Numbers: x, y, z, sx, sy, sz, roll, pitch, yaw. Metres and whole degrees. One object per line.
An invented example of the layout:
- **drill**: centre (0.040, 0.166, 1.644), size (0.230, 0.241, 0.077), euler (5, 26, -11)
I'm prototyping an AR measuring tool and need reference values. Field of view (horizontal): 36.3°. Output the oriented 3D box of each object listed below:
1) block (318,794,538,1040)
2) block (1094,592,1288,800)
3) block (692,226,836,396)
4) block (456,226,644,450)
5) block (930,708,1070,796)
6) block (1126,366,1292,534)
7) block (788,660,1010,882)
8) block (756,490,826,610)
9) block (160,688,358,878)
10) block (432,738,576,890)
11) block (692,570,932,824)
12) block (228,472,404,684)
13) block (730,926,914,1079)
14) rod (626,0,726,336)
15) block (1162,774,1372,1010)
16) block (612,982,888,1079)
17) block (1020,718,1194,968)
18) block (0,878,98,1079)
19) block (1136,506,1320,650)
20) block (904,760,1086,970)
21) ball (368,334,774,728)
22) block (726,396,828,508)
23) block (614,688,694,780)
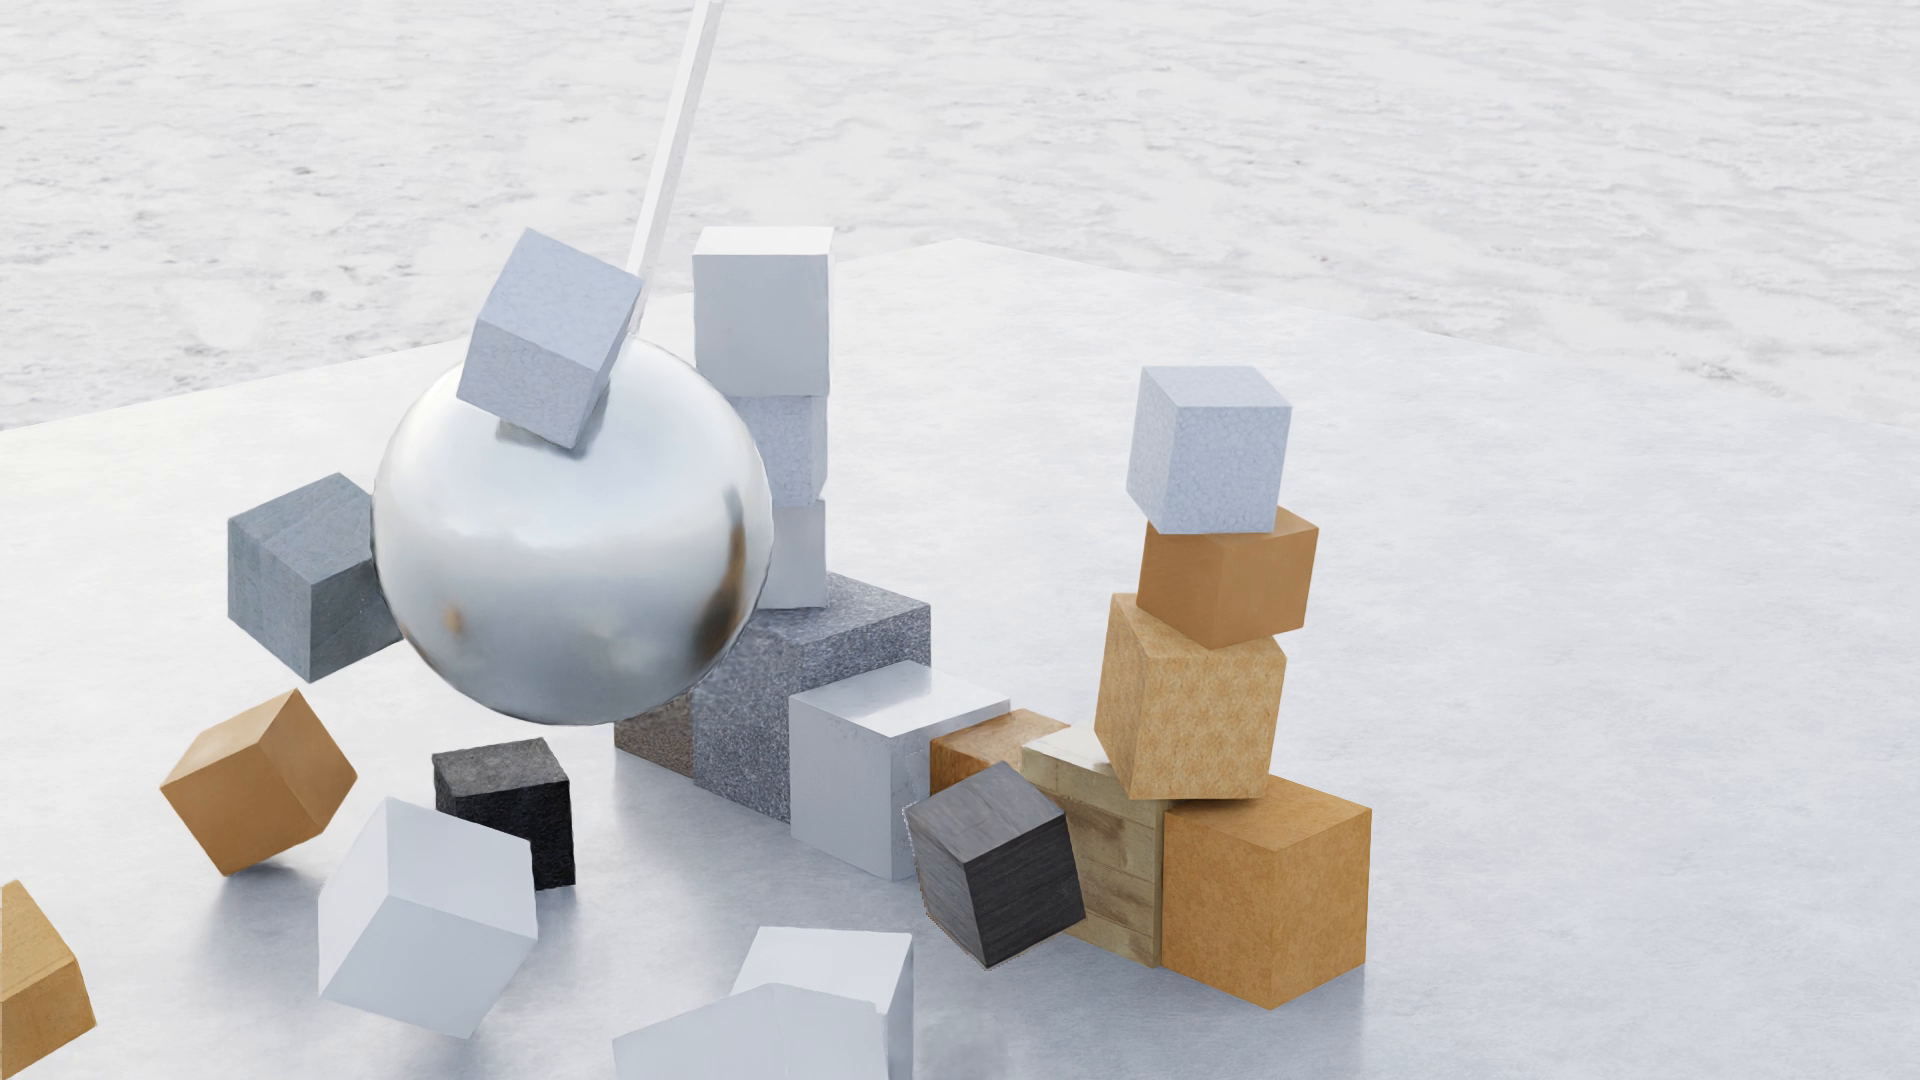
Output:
- **block**: centre (-2.152, 1.524, 11.830), size (0.649, 0.616, 0.570), euler (22, 30, -27)
- **block**: centre (0.965, 0.655, 12.413), size (0.593, 0.659, 0.620), euler (1, 24, -13)
- **block**: centre (-0.917, -1.088, 13.858), size (0.622, 0.666, 0.707), euler (0, 16, 0)
- **block**: centre (-1.518, -0.743, 10.833), size (0.472, 0.537, 0.458), euler (24, 56, -4)
- **block**: centre (0.291, 1.219, 13.397), size (0.601, 0.640, 0.619), euler (-16, 24, -42)
- **block**: centre (1.021, -0.375, 12.095), size (0.495, 0.559, 0.457), euler (-1, 25, -16)
- **block**: centre (-0.281, 1.069, 13.760), size (0.746, 0.708, 0.720), euler (-15, 23, -40)
- **block**: centre (-0.936, -0.006, 14.328), size (0.517, 0.536, 0.560), euler (-2, 17, -7)
- **block**: centre (-3.214, 1.113, 13.473), size (0.568, 0.523, 0.513), euler (-24, 20, 19)
- **block**: centre (-2.089, 1.277, 13.426), size (0.519, 0.519, 0.545), euler (-8, 20, -19)
- **block**: centre (-0.727, 0.761, 14.357), size (0.842, 0.939, 0.818), euler (-17, 24, -42)
- **block**: centre (-2.712, 0.155, 12.509), size (0.563, 0.533, 0.576), euler (34, 42, 29)
- **block**: centre (-0.528, 1.914, 11.284), size (0.607, 0.583, 0.696), euler (2, 18, 7)
- **rod**: centre (-0.669, -3.338, 11.591), size (0.080, 5.200, 0.080), euler (17, 3, 42)
- **block**: centre (1.299, 1.477, 12.454), size (0.642, 0.714, 0.600), euler (-17, 24, -42)
- **block**: centre (-0.685, 1.984, 10.056), size (0.688, 0.694, 0.625), euler (-23, -25, 26)
- **block**: centre (0.799, 1.287, 12.903), size (0.781, 0.808, 0.723), euler (17, 24, 42)
- **block**: centre (-3.631, 1.682, 11.154), size (0.439, 0.493, 0.449), euler (-31, 59, -27)
- **block**: centre (1.119, 0.112, 12.289), size (0.525, 0.463, 0.480), euler (-12, 29, -35)
- **block**: centre (0.147, 1.344, 12.179), size (0.486, 0.550, 0.496), euler (-25, 33, -20)
- **ball**: centre (-1.544, -0.055, 11.706), size (1.600, 1.600, 1.600), euler (0, 17, 0)
- **block**: centre (-0.929, -0.512, 14.085), size (0.514, 0.568, 0.545), euler (2, 16, 5)
- **block**: centre (-1.275, 0.773, 14.907), size (0.715, 0.586, 0.674), euler (-17, 24, -42)
